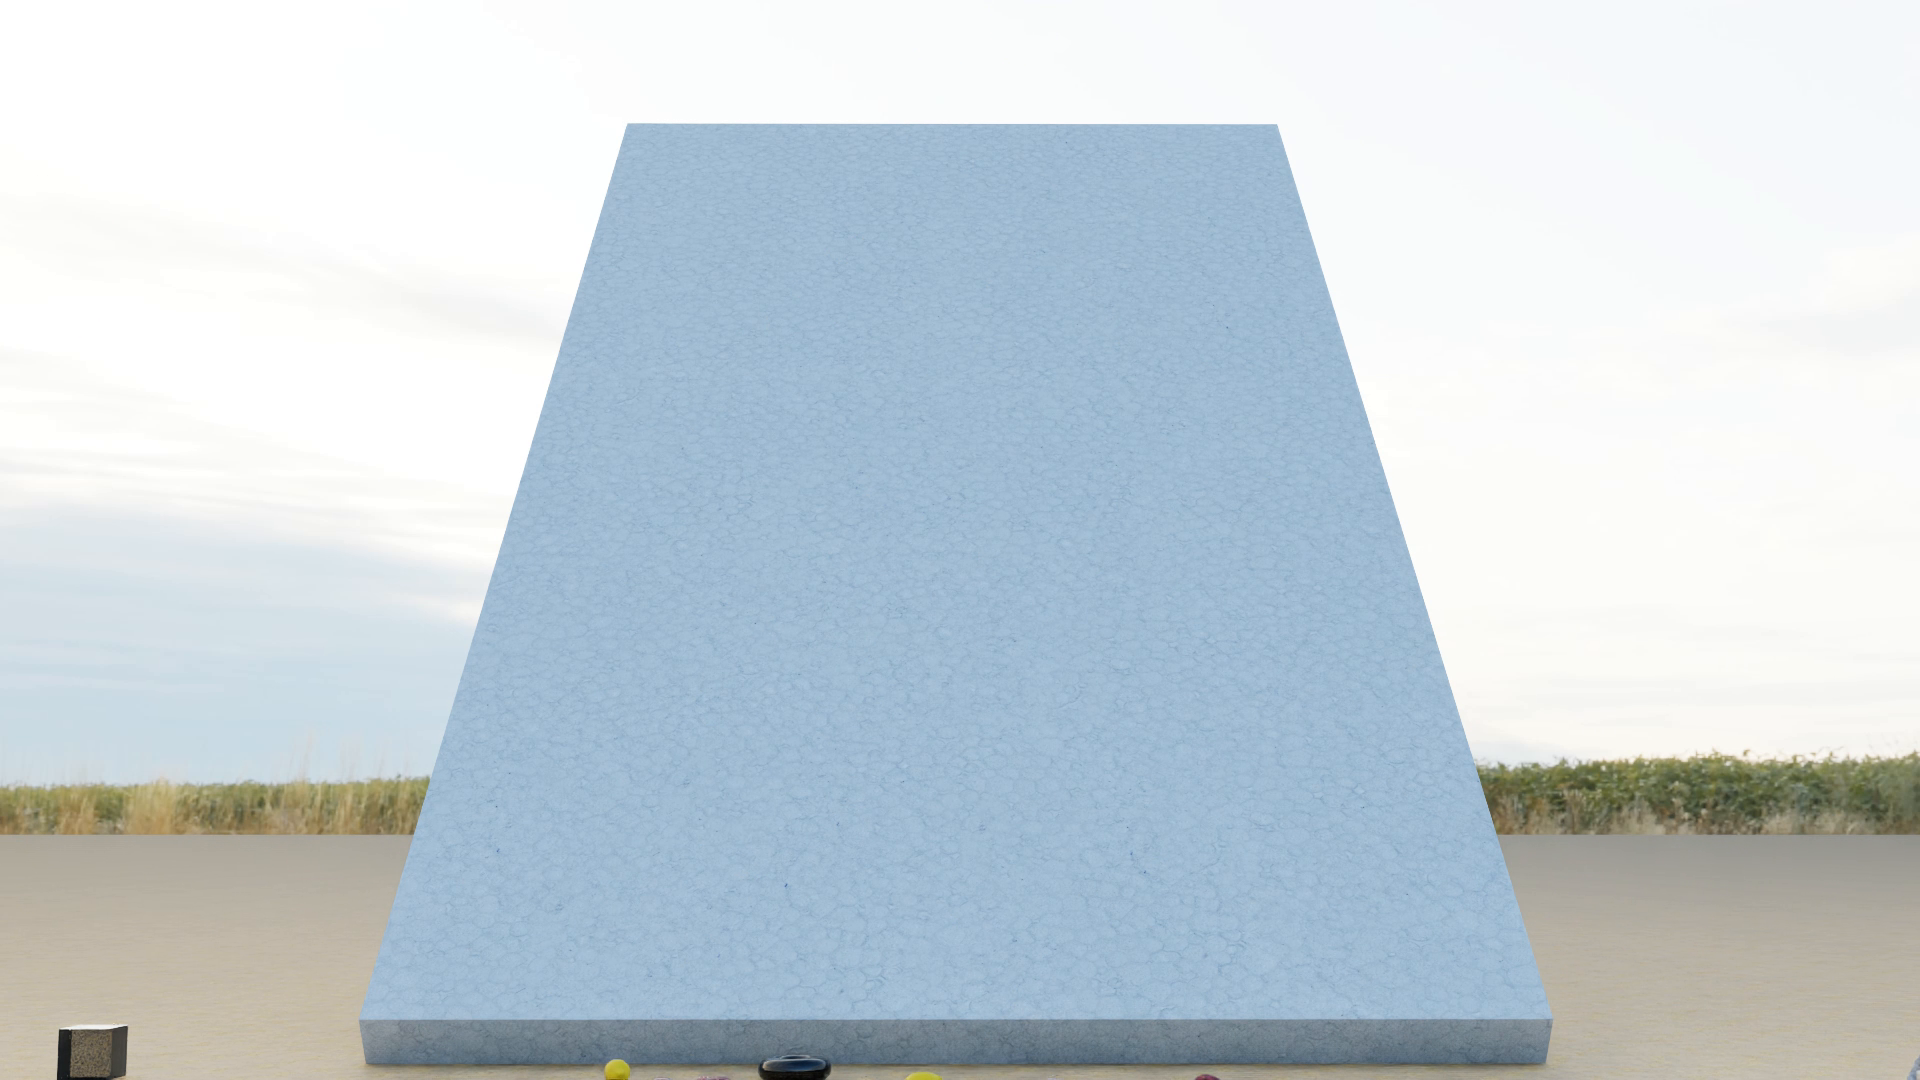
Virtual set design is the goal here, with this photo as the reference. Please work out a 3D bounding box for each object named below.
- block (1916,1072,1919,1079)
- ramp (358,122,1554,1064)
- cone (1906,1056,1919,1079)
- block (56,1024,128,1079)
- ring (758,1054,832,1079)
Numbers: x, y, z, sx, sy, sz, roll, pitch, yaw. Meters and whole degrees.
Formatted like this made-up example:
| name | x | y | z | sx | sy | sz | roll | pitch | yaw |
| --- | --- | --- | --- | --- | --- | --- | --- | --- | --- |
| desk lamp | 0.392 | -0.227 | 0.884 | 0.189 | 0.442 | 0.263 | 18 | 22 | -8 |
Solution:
| name | x | y | z | sx | sy | sz | roll | pitch | yaw |
| --- | --- | --- | --- | --- | --- | --- | --- | --- | --- |
| block | 1.286 | 0.723 | 3.104 | 0.086 | 0.086 | 0.086 | 3 | -7 | -24 |
| ramp | -0.014 | -0.197 | 5.811 | 2.000 | 0.100 | 4.000 | 0 | 31 | 0 |
| cone | 1.397 | 0.786 | 3.458 | 0.099 | 0.099 | 0.099 | 26 | 3 | 21 |
| block | -1.388 | 0.820 | 3.899 | 0.080 | 0.080 | 0.080 | 0 | -7 | 3 |
| ring | -0.260 | 0.834 | 3.843 | 0.117 | 0.039 | 0.117 | -1 | -7 | 0 |
